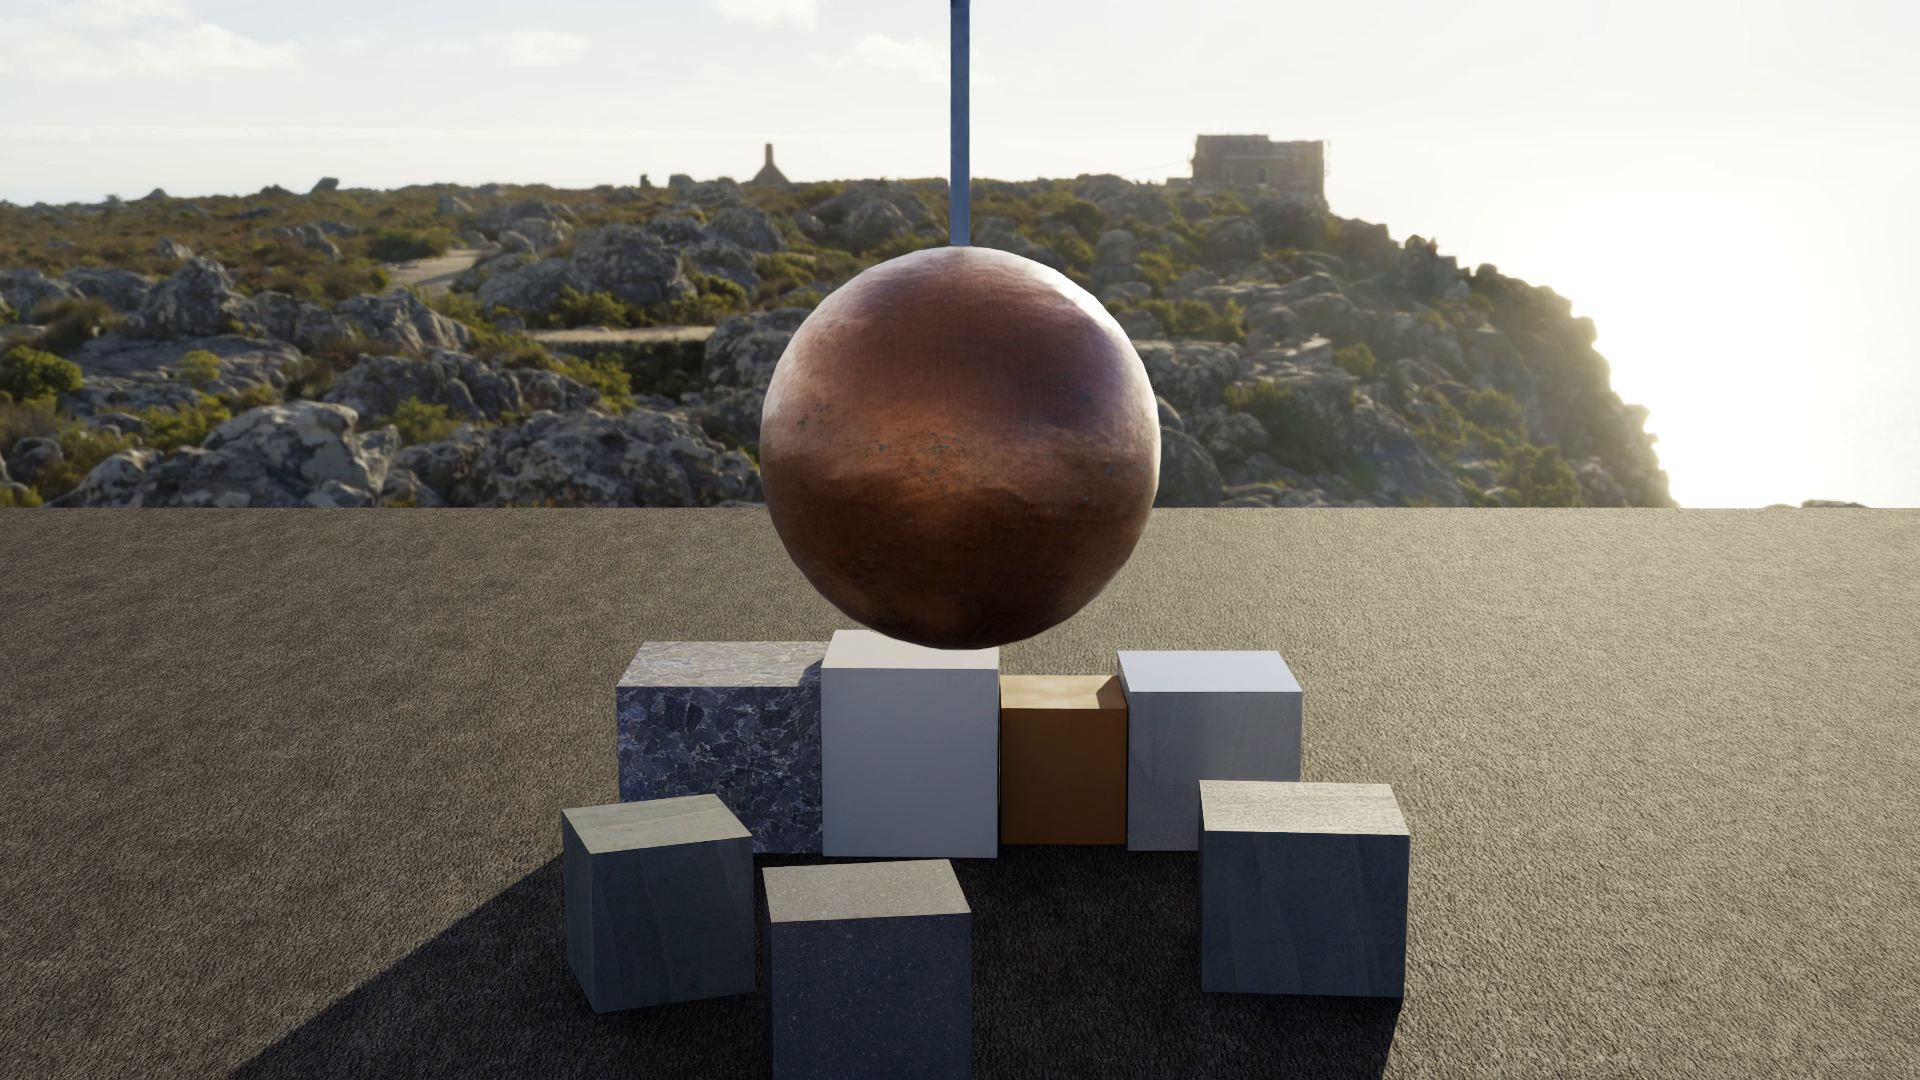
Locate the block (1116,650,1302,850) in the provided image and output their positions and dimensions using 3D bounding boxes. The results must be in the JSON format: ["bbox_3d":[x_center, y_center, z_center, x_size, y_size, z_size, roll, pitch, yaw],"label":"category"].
[{"bbox_3d":[1.266,1.073,11.370,0.854,0.820,0.876,0,10,0],"label":"block"}]

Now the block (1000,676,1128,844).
[{"bbox_3d":[0.523,1.128,11.385,0.627,0.708,0.687,0,10,0],"label":"block"}]

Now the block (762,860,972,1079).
[{"bbox_3d":[-0.367,1.671,8.436,0.738,0.693,0.619,-1,10,-8],"label":"block"}]

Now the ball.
[{"bbox_3d":[0.000,-0.362,8.755,1.600,1.600,1.600,0,10,0],"label":"ball"}]

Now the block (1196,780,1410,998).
[{"bbox_3d":[1.453,1.483,9.448,0.835,0.702,0.724,1,10,4],"label":"block"}]

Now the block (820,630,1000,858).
[{"bbox_3d":[-0.236,1.024,11.245,0.866,0.962,0.850,0,10,2],"label":"block"}]

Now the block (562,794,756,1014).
[{"bbox_3d":[-1.280,1.521,9.303,0.672,0.679,0.636,-4,11,-20],"label":"block"}]

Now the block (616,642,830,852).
[{"bbox_3d":[-1.188,1.053,11.381,1.007,0.856,0.981,0,10,0],"label":"block"}]

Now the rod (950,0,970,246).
[{"bbox_3d":[0.000,-3.682,9.489,0.080,5.200,0.080,0,-12,0],"label":"rod"}]
